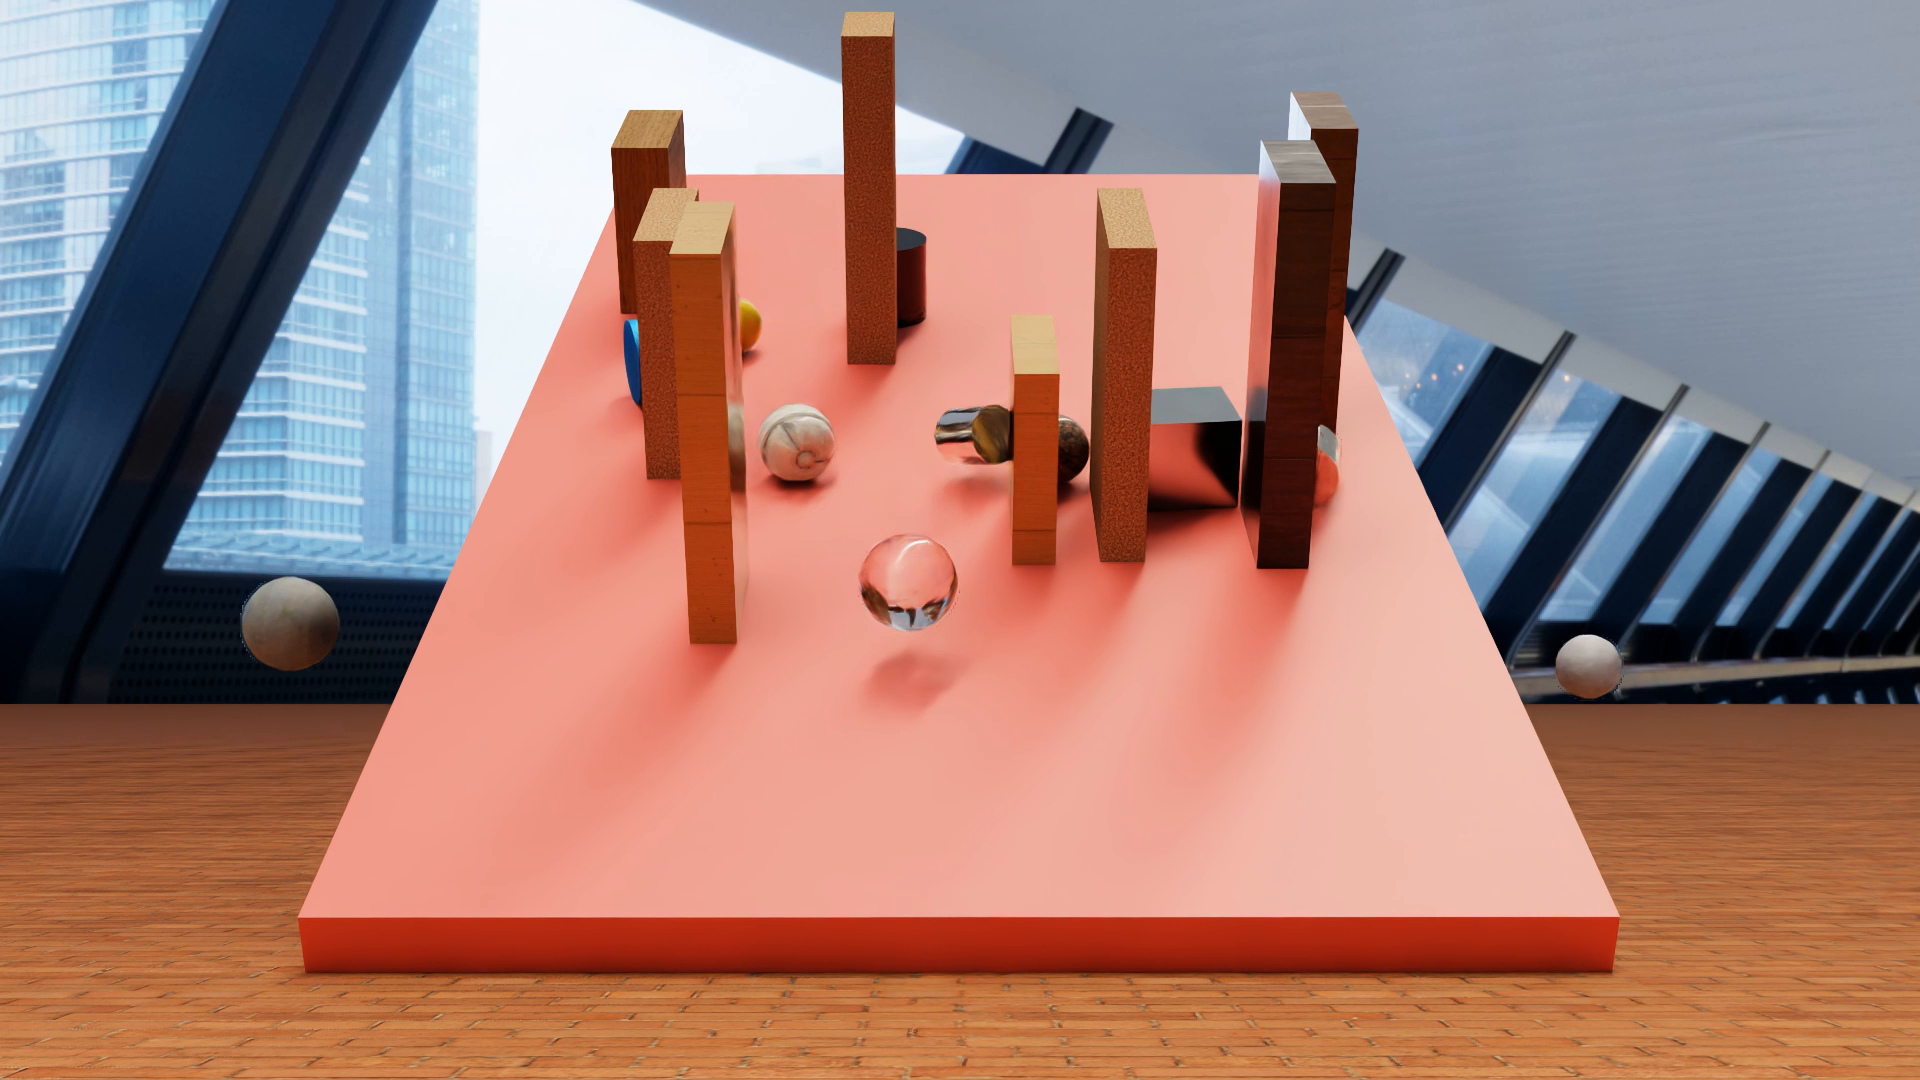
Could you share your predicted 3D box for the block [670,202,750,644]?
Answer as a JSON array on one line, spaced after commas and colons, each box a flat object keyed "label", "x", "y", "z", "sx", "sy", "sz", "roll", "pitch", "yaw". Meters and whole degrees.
[{"label": "block", "x": -0.458, "y": -0.215, "z": 4.329, "sx": 0.088, "sy": 0.756, "sz": 0.308, "roll": 0, "pitch": 25, "yaw": 0}]

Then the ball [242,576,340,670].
[{"label": "ball", "x": -1.447, "y": 0.181, "z": 5.062, "sx": 0.203, "sy": 0.203, "sz": 0.203, "roll": 0, "pitch": -4, "yaw": 0}]

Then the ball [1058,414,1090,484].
[{"label": "ball", "x": 0.202, "y": -0.194, "z": 5.004, "sx": 0.152, "sy": 0.152, "sz": 0.152, "roll": 0, "pitch": -4, "yaw": 0}]

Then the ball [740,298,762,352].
[{"label": "ball", "x": -0.553, "y": -0.525, "z": 5.723, "sx": 0.140, "sy": 0.140, "sz": 0.140, "roll": 0, "pitch": -4, "yaw": 0}]

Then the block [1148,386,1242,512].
[{"label": "block", "x": 0.473, "y": -0.194, "z": 4.950, "sx": 0.197, "sy": 0.197, "sz": 0.197, "roll": -3, "pitch": 25, "yaw": -6}]

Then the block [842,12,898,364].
[{"label": "block", "x": -0.214, "y": -0.841, "z": 5.622, "sx": 0.116, "sy": 0.799, "sz": 0.255, "roll": 0, "pitch": 25, "yaw": 0}]

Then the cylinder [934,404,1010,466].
[{"label": "cylinder", "x": 0.035, "y": -0.222, "z": 4.999, "sx": 0.127, "sy": 0.127, "sz": 0.127, "roll": 3, "pitch": -3, "yaw": -38}]

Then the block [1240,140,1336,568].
[{"label": "block", "x": 0.641, "y": -0.363, "z": 4.613, "sx": 0.103, "sy": 0.789, "sz": 0.297, "roll": 0, "pitch": 25, "yaw": 0}]

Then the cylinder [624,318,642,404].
[{"label": "cylinder", "x": -0.667, "y": -0.424, "z": 5.440, "sx": 0.195, "sy": 0.195, "sz": 0.195, "roll": -8, "pitch": -1, "yaw": -17}]

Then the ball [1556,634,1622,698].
[{"label": "ball", "x": 1.258, "y": 0.253, "z": 4.686, "sx": 0.129, "sy": 0.129, "sz": 0.129, "roll": 0, "pitch": -4, "yaw": 0}]

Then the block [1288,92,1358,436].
[{"label": "block", "x": 0.794, "y": -0.620, "z": 5.262, "sx": 0.102, "sy": 0.707, "sz": 0.316, "roll": 0, "pitch": 25, "yaw": 0}]

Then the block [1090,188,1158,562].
[{"label": "block", "x": 0.324, "y": -0.336, "z": 4.714, "sx": 0.090, "sy": 0.653, "sz": 0.395, "roll": 0, "pitch": 25, "yaw": 0}]

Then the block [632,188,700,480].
[{"label": "block", "x": -0.625, "y": -0.453, "z": 5.101, "sx": 0.099, "sy": 0.535, "sz": 0.379, "roll": 0, "pitch": 25, "yaw": 0}]

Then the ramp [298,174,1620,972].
[{"label": "ramp", "x": -0.009, "y": -0.229, "z": 5.375, "sx": 2.000, "sy": 0.100, "sz": 4.000, "roll": 0, "pitch": 25, "yaw": 0}]

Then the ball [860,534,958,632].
[{"label": "ball", "x": -0.093, "y": 0.077, "z": 4.229, "sx": 0.178, "sy": 0.178, "sz": 0.178, "roll": 0, "pitch": -4, "yaw": 0}]

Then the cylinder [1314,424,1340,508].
[{"label": "cylinder", "x": 0.731, "y": -0.159, "z": 4.944, "sx": 0.141, "sy": 0.141, "sz": 0.141, "roll": -1, "pitch": 24, "yaw": 11}]

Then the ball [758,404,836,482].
[{"label": "ball", "x": -0.350, "y": -0.209, "z": 5.013, "sx": 0.167, "sy": 0.167, "sz": 0.167, "roll": 0, "pitch": -4, "yaw": 0}]

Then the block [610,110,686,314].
[{"label": "block", "x": -0.799, "y": -0.856, "z": 6.081, "sx": 0.142, "sy": 0.436, "sz": 0.372, "roll": 0, "pitch": 25, "yaw": 0}]

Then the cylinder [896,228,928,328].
[{"label": "cylinder", "x": -0.186, "y": -0.668, "z": 5.956, "sx": 0.204, "sy": 0.204, "sz": 0.204, "roll": 0, "pitch": 25, "yaw": 0}]

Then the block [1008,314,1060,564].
[{"label": "block", "x": 0.147, "y": -0.206, "z": 4.729, "sx": 0.087, "sy": 0.405, "sz": 0.340, "roll": 0, "pitch": 25, "yaw": 0}]
